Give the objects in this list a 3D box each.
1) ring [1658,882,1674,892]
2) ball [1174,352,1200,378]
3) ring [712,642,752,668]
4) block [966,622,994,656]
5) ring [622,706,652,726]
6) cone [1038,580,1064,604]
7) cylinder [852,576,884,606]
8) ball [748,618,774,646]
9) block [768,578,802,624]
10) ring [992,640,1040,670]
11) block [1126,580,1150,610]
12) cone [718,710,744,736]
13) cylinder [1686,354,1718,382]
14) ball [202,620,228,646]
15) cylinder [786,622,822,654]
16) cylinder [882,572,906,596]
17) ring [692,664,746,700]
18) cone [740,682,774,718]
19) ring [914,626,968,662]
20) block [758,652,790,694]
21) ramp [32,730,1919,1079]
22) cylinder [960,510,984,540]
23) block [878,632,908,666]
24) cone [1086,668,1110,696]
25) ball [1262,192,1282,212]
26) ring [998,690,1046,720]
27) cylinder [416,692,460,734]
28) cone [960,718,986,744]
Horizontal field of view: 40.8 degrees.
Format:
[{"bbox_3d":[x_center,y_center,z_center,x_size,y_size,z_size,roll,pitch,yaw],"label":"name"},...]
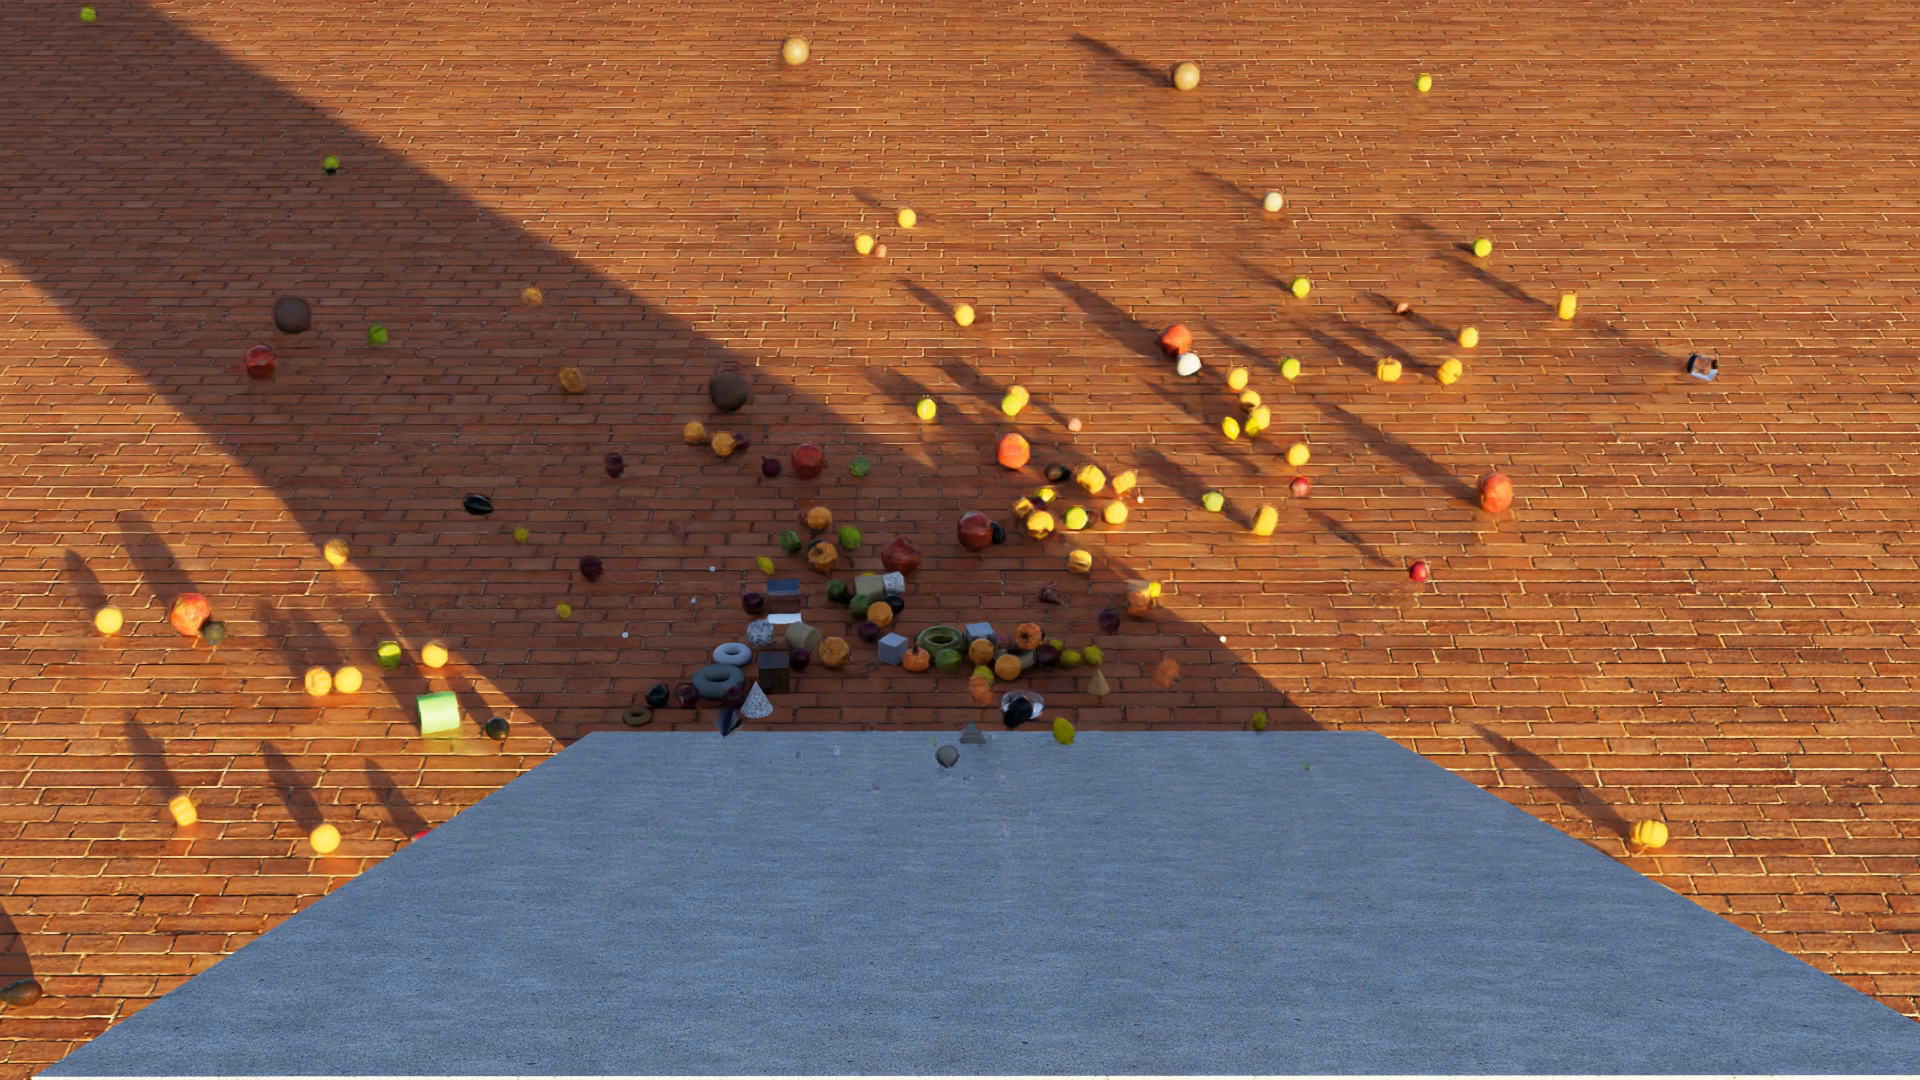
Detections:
[{"bbox_3d":[1.637,0.843,6.088,0.101,0.034,0.101,-1,29,0],"label":"ring"},{"bbox_3d":[0.771,-0.593,8.748,0.087,0.087,0.087,0,28,0],"label":"ball"},{"bbox_3d":[-0.623,0.316,7.082,0.109,0.036,0.109,0,26,0],"label":"ring"},{"bbox_3d":[0.055,0.274,7.130,0.065,0.065,0.065,-8,29,-15],"label":"block"},{"bbox_3d":[-0.851,0.465,6.811,0.080,0.027,0.080,-1,27,1],"label":"ring"},{"bbox_3d":[0.271,0.161,7.381,0.068,0.068,0.068,42,42,15],"label":"cone"},{"bbox_3d":[-0.262,0.143,7.364,0.079,0.079,0.079,-6,28,-11],"label":"cylinder"},{"bbox_3d":[-0.551,0.256,7.152,0.076,0.076,0.076,0,28,0],"label":"ball"},{"bbox_3d":[-0.497,0.174,7.292,0.092,0.092,0.092,-2,28,-4],"label":"block"},{"bbox_3d":[0.155,0.315,7.078,0.130,0.043,0.130,0,26,0],"label":"ring"},{"bbox_3d":[0.508,0.155,7.361,0.060,0.060,0.060,6,28,11],"label":"block"},{"bbox_3d":[-0.587,0.475,6.482,0.072,0.072,0.072,9,50,16],"label":"cone"},{"bbox_3d":[2.512,-0.584,8.741,0.076,0.076,0.076,24,36,37],"label":"cylinder"},{"bbox_3d":[-2.066,0.257,7.159,0.068,0.068,0.068,0,28,0],"label":"ball"},{"bbox_3d":[-0.432,0.270,7.131,0.072,0.072,0.072,20,34,33],"label":"cylinder"},{"bbox_3d":[-0.199,0.127,7.412,0.062,0.062,0.062,-13,31,-23],"label":"cylinder"},{"bbox_3d":[-0.649,0.381,6.946,0.147,0.049,0.147,-1,28,1],"label":"ring"},{"bbox_3d":[-0.540,0.411,6.847,0.088,0.088,0.088,0,28,0],"label":"cone"},{"bbox_3d":[-0.052,0.285,7.127,0.148,0.049,0.148,-1,29,0],"label":"ring"},{"bbox_3d":[-0.501,0.359,6.952,0.081,0.081,0.081,-2,28,-4],"label":"block"},{"bbox_3d":[0.063,0.565,4.604,2.000,0.100,4.000,0,1,0],"label":"ramp"},{"bbox_3d":[0.034,-0.045,7.737,0.064,0.064,0.064,-3,28,-5],"label":"cylinder"},{"bbox_3d":[-0.184,0.299,7.091,0.059,0.059,0.059,19,33,31],"label":"block"},{"bbox_3d":[0.372,0.372,6.941,0.069,0.069,0.069,0,28,0],"label":"cone"},{"bbox_3d":[1.227,-1.329,10.148,0.081,0.081,0.081,0,28,0],"label":"ball"},{"bbox_3d":[0.165,0.437,6.849,0.123,0.041,0.123,-1,27,0],"label":"ring"},{"bbox_3d":[-1.366,0.453,6.760,0.095,0.095,0.095,-9,29,-17],"label":"cylinder"},{"bbox_3d":[0.030,0.460,6.282,0.065,0.065,0.065,0,1,0],"label":"cone"}]
